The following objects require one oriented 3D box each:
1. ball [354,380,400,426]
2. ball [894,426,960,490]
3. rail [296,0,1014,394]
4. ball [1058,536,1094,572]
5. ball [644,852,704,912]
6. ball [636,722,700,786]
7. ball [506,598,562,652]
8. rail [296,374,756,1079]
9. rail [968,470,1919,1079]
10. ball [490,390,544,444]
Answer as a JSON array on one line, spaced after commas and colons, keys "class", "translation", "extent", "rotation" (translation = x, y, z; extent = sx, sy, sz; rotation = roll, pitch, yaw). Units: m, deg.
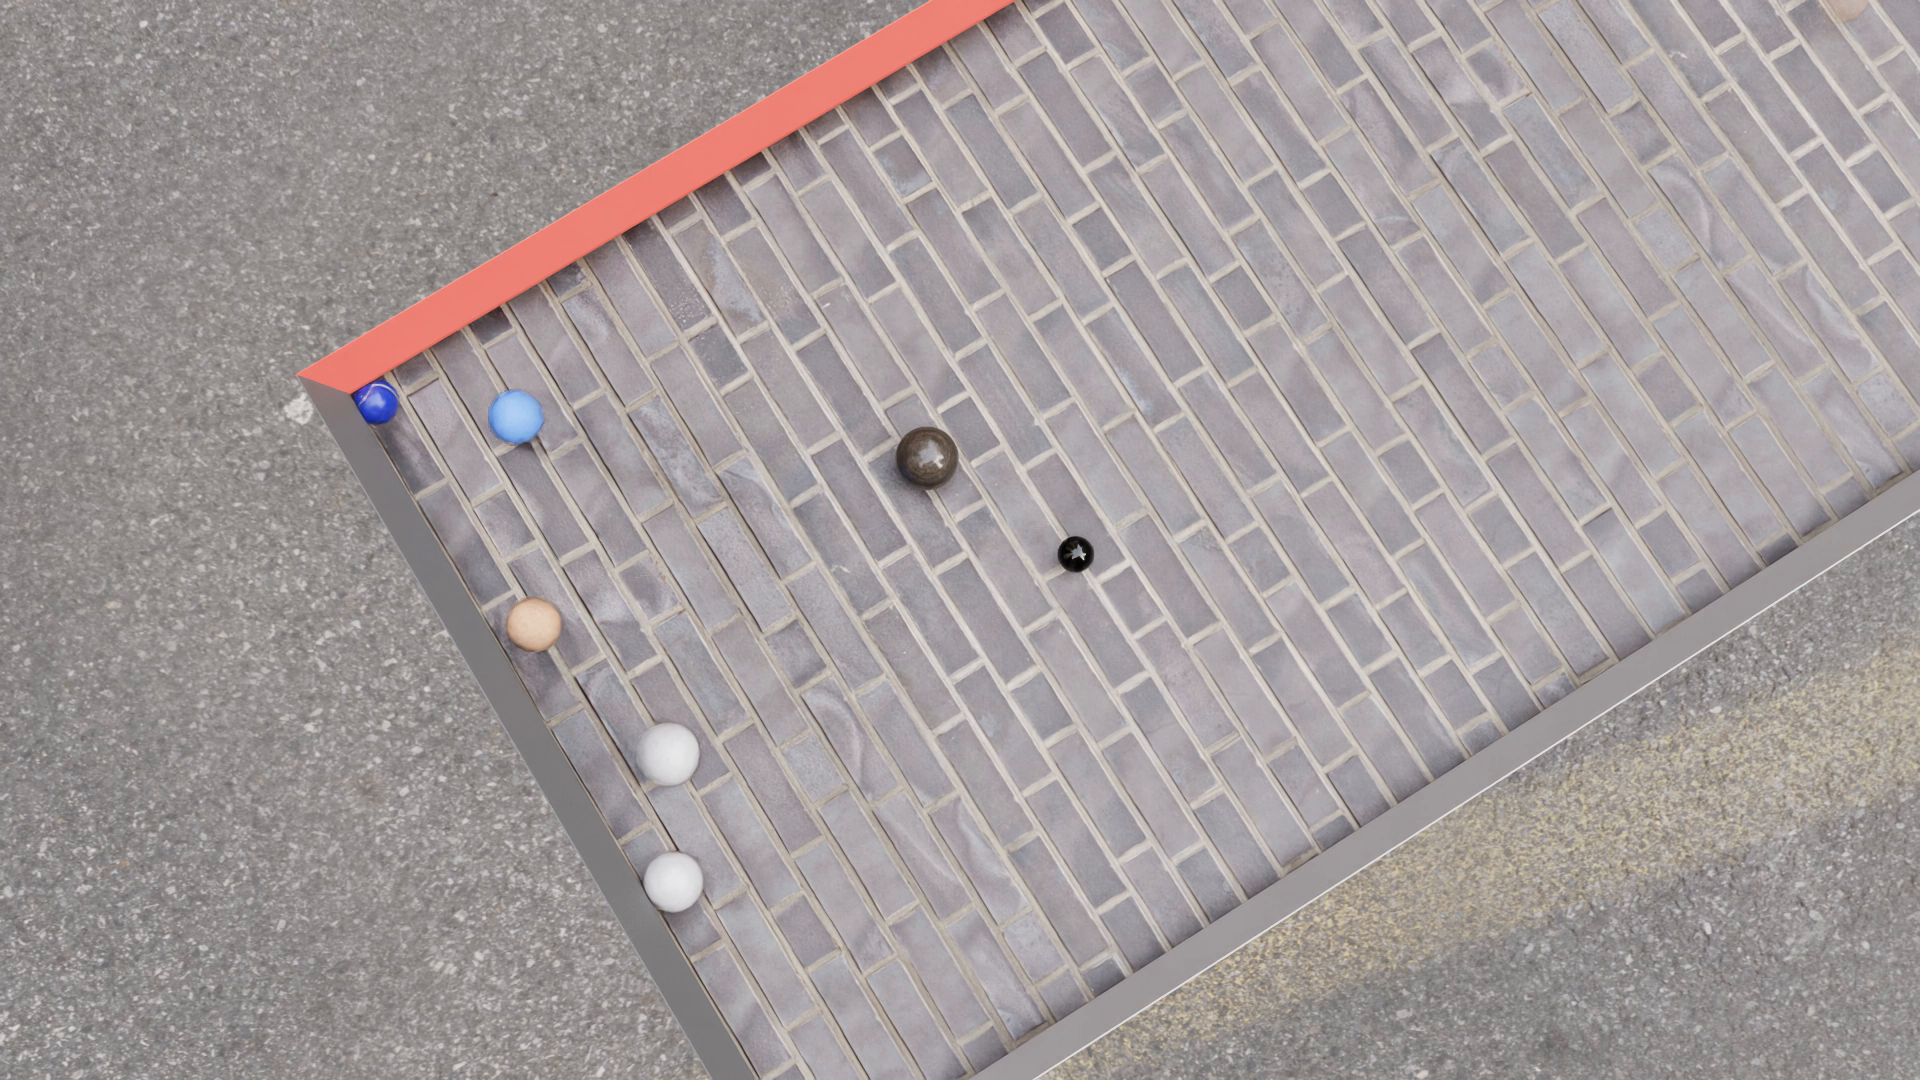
[{"class": "ball", "translation": [-0.880, -0.207, 3.316], "extent": [0.068, 0.068, 0.068], "rotation": [0, 80, 0]}, {"class": "ball", "translation": [-0.049, -0.122, 3.287], "extent": [0.096, 0.096, 0.096], "rotation": [0, 80, 0]}, {"class": "rail", "translation": [0.233, -0.950, 3.412], "extent": [2.822, 0.124, 0.045], "rotation": [-32, 82, -5]}, {"class": "ball", "translation": [0.173, 0.022, 3.284], "extent": [0.055, 0.055, 0.055], "rotation": [0, 80, 0]}, {"class": "ball", "translation": [-0.416, 0.496, 3.188], "extent": [0.086, 0.086, 0.086], "rotation": [0, 80, 0]}, {"class": "ball", "translation": [-0.427, 0.313, 3.216], "extent": [0.092, 0.092, 0.092], "rotation": [0, 80, 0]}, {"class": "ball", "translation": [-0.630, 0.126, 3.253], "extent": [0.080, 0.080, 0.080], "rotation": [0, 80, 0]}, {"class": "rail", "translation": [-0.578, 0.352, 3.192], "extent": [0.045, 0.124, 1.429], "rotation": [-32, 82, -5]}, {"class": "rail", "translation": [0.964, 0.205, 3.216], "extent": [2.822, 0.124, 0.045], "rotation": [-32, 82, -5]}, {"class": "ball", "translation": [-0.666, -0.185, 3.306], "extent": [0.080, 0.080, 0.080], "rotation": [0, 80, 0]}]
